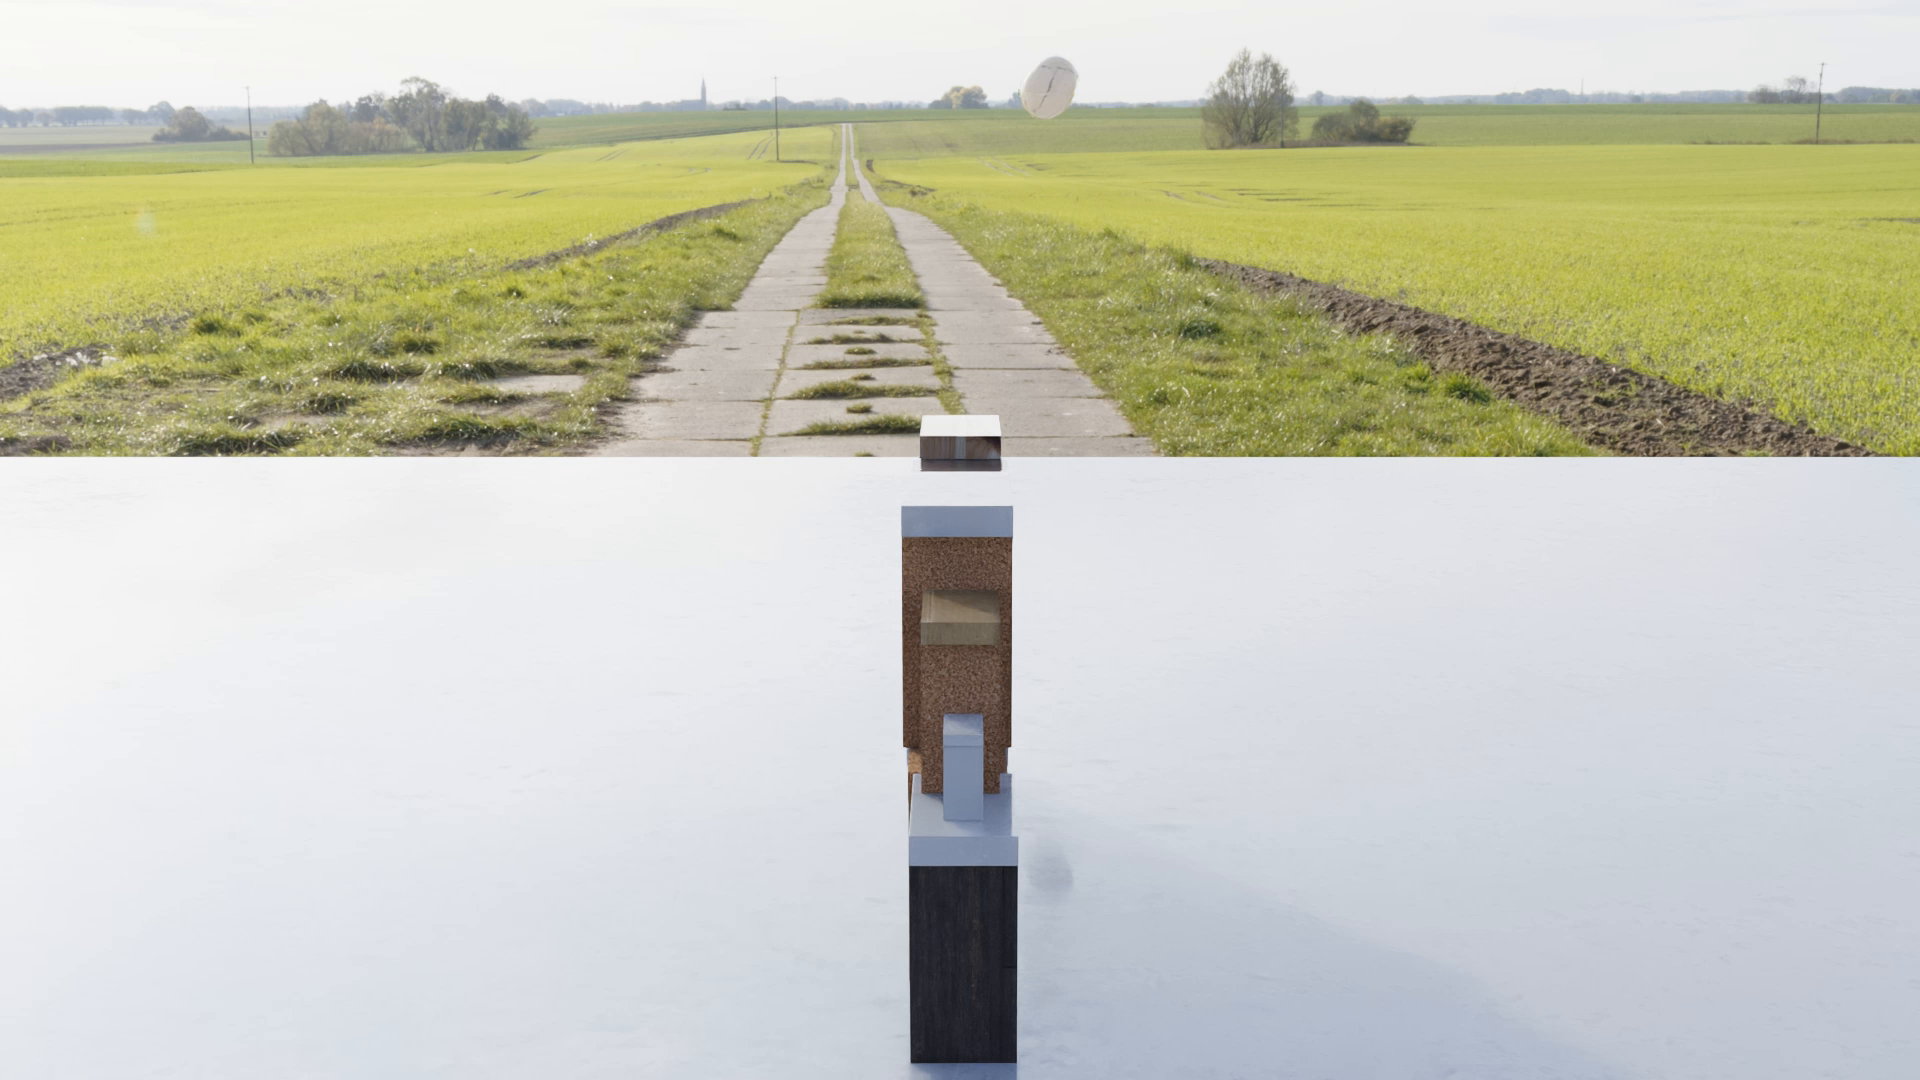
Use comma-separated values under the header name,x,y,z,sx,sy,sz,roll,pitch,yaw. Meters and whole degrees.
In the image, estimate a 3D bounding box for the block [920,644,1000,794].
name,x,y,z,sx,sy,sz,roll,pitch,yaw
block,0.001,0.246,3.097,0.110,0.220,0.031,0,11,0

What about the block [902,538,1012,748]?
name,x,y,z,sx,sy,sz,roll,pitch,yaw
block,-0.004,0.148,3.327,0.165,0.330,0.047,0,11,0

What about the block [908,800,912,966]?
name,x,y,z,sx,sy,sz,roll,pitch,yaw
block,-0.004,0.513,3.286,0.145,0.291,0.041,0,11,0

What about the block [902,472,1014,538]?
name,x,y,z,sx,sy,sz,roll,pitch,yaw
block,-0.004,-0.058,3.401,0.165,0.047,0.330,0,11,0

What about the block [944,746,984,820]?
name,x,y,z,sx,sy,sz,roll,pitch,yaw
block,0.005,0.326,2.978,0.054,0.108,0.015,0,11,0

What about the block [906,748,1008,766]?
name,x,y,z,sx,sy,sz,roll,pitch,yaw
block,-0.004,0.154,3.552,0.165,0.425,0.047,0,11,0

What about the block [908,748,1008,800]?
name,x,y,z,sx,sy,sz,roll,pitch,yaw
block,-0.004,0.332,3.351,0.145,0.041,0.291,0,11,0

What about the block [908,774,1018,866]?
name,x,y,z,sx,sy,sz,roll,pitch,yaw
block,0.005,0.386,3.060,0.145,0.041,0.291,0,11,0

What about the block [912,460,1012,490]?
name,x,y,z,sx,sy,sz,roll,pitch,yaw
block,0.001,-0.088,3.737,0.166,0.047,0.332,0,11,0

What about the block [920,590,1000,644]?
name,x,y,z,sx,sy,sz,roll,pitch,yaw
block,0.001,0.109,3.147,0.110,0.031,0.220,0,11,0

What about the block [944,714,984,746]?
name,x,y,z,sx,sy,sz,roll,pitch,yaw
block,0.004,0.259,3.002,0.054,0.015,0.108,0,11,0

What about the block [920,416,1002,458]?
name,x,y,z,sx,sy,sz,roll,pitch,yaw
block,0.001,-0.191,4.039,0.144,0.041,0.288,0,11,0

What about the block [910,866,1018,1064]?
name,x,y,z,sx,sy,sz,roll,pitch,yaw
block,0.005,0.567,2.995,0.145,0.291,0.041,0,11,0

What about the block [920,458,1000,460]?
name,x,y,z,sx,sy,sz,roll,pitch,yaw
block,0.001,-0.011,3.974,0.144,0.288,0.041,0,11,0
